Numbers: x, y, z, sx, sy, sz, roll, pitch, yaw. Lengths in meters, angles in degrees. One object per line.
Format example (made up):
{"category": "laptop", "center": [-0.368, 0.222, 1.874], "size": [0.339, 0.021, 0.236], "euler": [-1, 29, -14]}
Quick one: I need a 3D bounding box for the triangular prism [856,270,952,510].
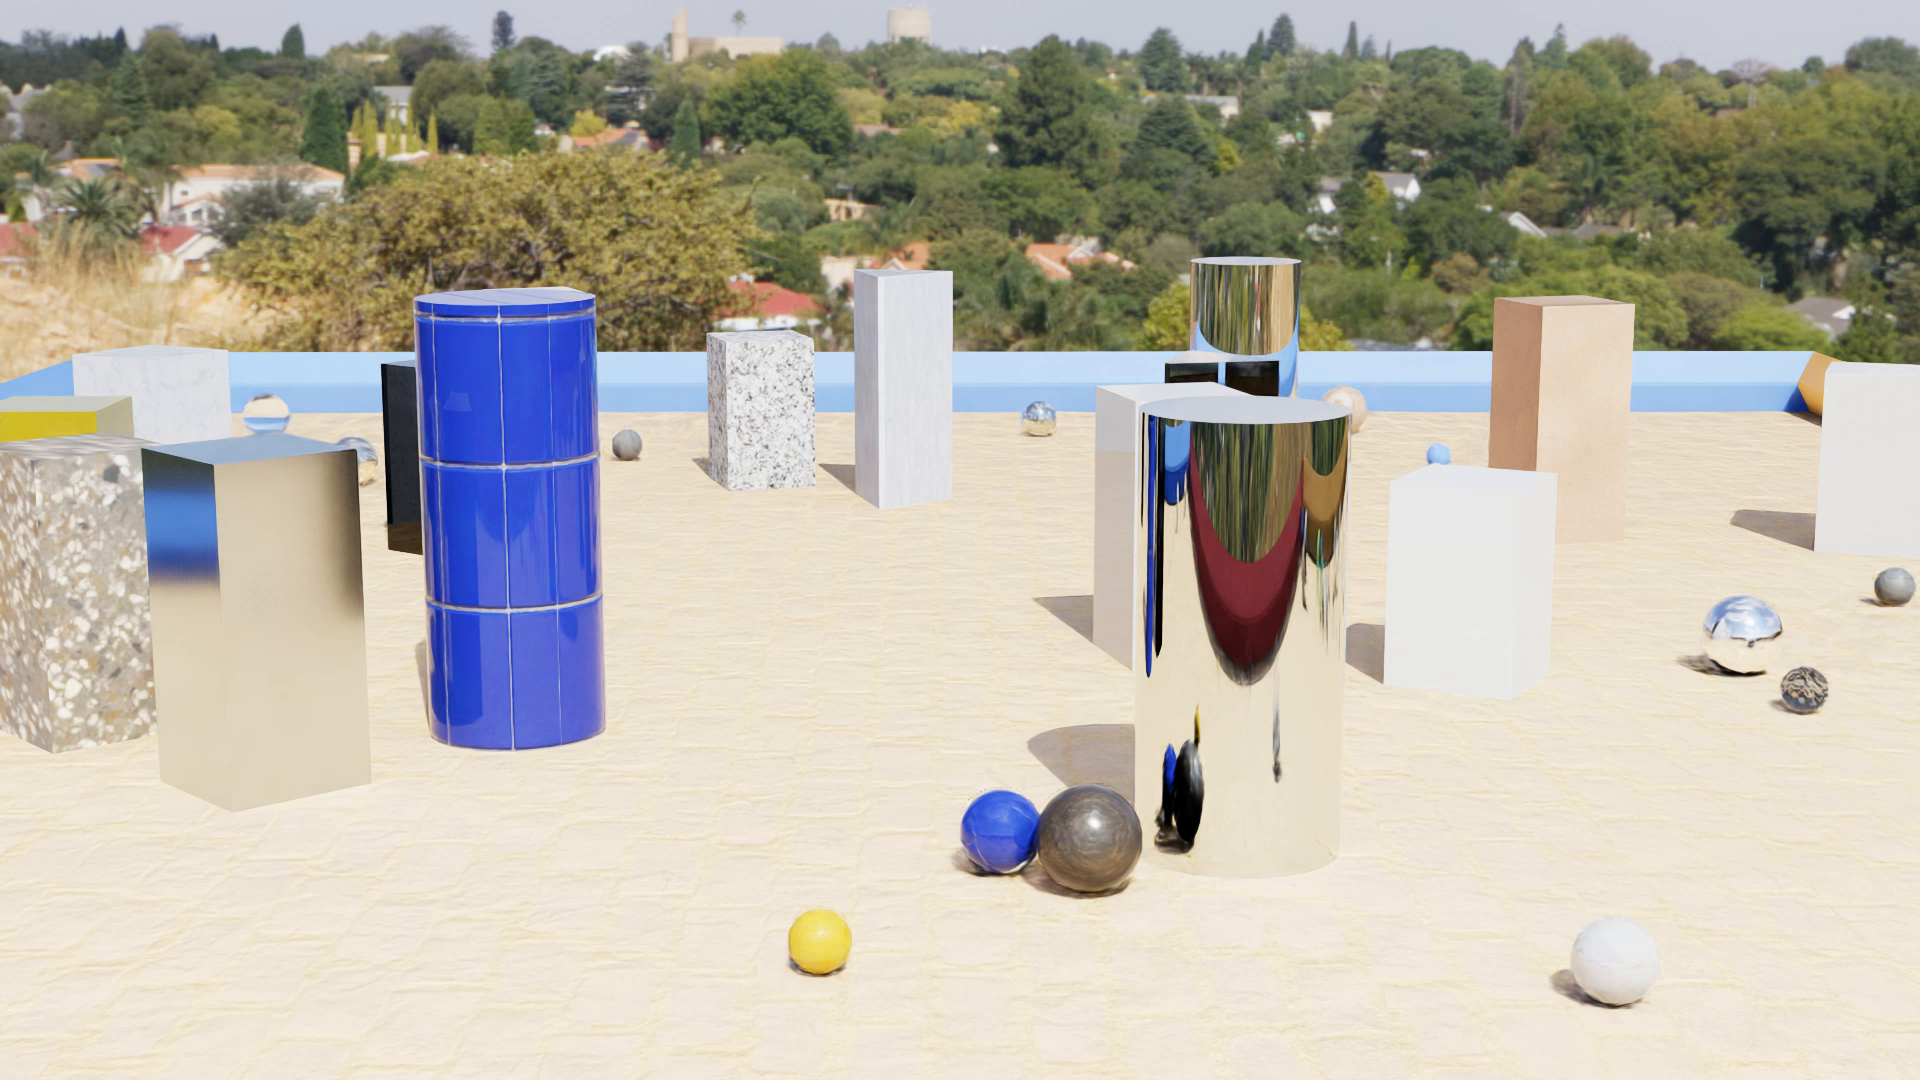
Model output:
{"category": "triangular prism", "center": [-0.124, -0.259, 4.319], "size": [0.145, 0.384, 0.168], "euler": [10, 14, 43]}

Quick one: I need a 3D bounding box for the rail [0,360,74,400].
{"category": "rail", "center": [-1.793, 0.034, 3.439], "size": [0.045, 0.126, 4.016], "euler": [0, 11, 0]}

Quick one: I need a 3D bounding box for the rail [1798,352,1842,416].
{"category": "rail", "center": [1.793, 0.030, 3.459], "size": [0.045, 0.126, 4.016], "euler": [0, 11, 0]}

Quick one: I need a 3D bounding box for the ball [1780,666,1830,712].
{"category": "ball", "center": [0.960, 0.170, 2.915], "size": [0.053, 0.053, 0.053], "euler": [0, 11, 0]}

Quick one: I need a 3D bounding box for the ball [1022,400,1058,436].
{"category": "ball", "center": [0.157, -0.239, 5.068], "size": [0.071, 0.071, 0.071], "euler": [0, 11, 0]}

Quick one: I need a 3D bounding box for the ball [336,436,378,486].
{"category": "ball", "center": [-1.060, -0.138, 4.479], "size": [0.086, 0.086, 0.086], "euler": [0, 11, 0]}

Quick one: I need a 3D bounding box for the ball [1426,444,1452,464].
{"category": "ball", "center": [0.871, -0.152, 4.669], "size": [0.046, 0.046, 0.046], "euler": [0, 11, 0]}

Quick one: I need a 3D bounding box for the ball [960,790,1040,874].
{"category": "ball", "center": [0.038, 0.265, 2.335], "size": [0.077, 0.077, 0.077], "euler": [0, 11, 0]}

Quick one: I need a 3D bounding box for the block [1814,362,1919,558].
{"category": "block", "center": [1.392, -0.124, 3.896], "size": [0.155, 0.272, 0.155], "euler": [4, 11, 22]}

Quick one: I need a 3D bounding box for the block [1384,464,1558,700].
{"category": "block", "center": [0.608, 0.046, 3.055], "size": [0.155, 0.245, 0.155], "euler": [6, 12, 28]}

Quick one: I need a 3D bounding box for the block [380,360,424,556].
{"category": "block", "center": [-0.759, -0.127, 3.883], "size": [0.155, 0.284, 0.155], "euler": [8, 13, 36]}

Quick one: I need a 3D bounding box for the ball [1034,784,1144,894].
{"category": "ball", "center": [0.115, 0.266, 2.280], "size": [0.096, 0.096, 0.096], "euler": [0, 11, 0]}

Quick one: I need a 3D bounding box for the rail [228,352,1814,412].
{"category": "rail", "center": [-0.011, -0.330, 5.400], "size": [3.634, 0.126, 0.045], "euler": [0, 11, 0]}

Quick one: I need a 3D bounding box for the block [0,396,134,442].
{"category": "block", "center": [-1.164, -0.030, 3.322], "size": [0.155, 0.296, 0.155], "euler": [0, 11, -1]}

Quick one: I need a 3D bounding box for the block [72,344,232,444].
{"category": "block", "center": [-1.195, -0.126, 3.813], "size": [0.155, 0.307, 0.155], "euler": [6, 12, 27]}

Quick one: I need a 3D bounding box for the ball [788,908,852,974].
{"category": "ball", "center": [-0.114, 0.325, 2.079], "size": [0.053, 0.053, 0.053], "euler": [0, 11, 0]}

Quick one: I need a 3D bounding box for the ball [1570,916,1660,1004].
{"category": "ball", "center": [0.514, 0.330, 2.011], "size": [0.069, 0.069, 0.069], "euler": [0, 11, 0]}

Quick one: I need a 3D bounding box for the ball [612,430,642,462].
{"category": "ball", "center": [-0.617, -0.176, 4.759], "size": [0.058, 0.058, 0.058], "euler": [0, 11, 0]}

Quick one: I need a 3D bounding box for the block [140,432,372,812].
{"category": "block", "center": [-0.713, 0.078, 2.603], "size": [0.155, 0.347, 0.155], "euler": [-10, 14, -42]}

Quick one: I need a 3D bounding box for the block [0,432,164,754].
{"category": "block", "center": [-0.964, 0.053, 2.820], "size": [0.155, 0.317, 0.155], "euler": [-10, 14, -42]}

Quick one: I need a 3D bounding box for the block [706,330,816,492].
{"category": "block", "center": [-0.350, -0.229, 4.501], "size": [0.155, 0.258, 0.155], "euler": [-3, 11, -18]}

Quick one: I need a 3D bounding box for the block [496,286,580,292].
{"category": "block", "center": [-0.768, -0.292, 4.668], "size": [0.155, 0.321, 0.155], "euler": [-5, 11, -23]}

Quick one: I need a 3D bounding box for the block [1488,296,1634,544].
{"category": "block", "center": [0.930, -0.188, 3.984], "size": [0.155, 0.366, 0.155], "euler": [-3, 11, -16]}

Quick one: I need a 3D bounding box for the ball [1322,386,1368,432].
{"category": "ball", "center": [0.763, -0.260, 5.109], "size": [0.096, 0.096, 0.096], "euler": [0, 11, 0]}

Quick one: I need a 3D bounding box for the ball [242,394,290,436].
{"category": "ball", "center": [-1.359, -0.242, 5.027], "size": [0.091, 0.091, 0.091], "euler": [0, 11, 0]}

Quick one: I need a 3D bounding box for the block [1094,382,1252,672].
{"category": "block", "center": [0.264, -0.020, 3.177], "size": [0.155, 0.330, 0.155], "euler": [-3, 11, -15]}

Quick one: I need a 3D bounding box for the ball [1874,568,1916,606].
{"category": "ball", "center": [1.270, 0.064, 3.486], "size": [0.053, 0.053, 0.053], "euler": [0, 11, 0]}

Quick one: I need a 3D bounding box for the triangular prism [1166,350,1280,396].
{"category": "triangular prism", "center": [0.351, -0.106, 3.680], "size": [0.168, 0.316, 0.145], "euler": [-3, 11, -13]}

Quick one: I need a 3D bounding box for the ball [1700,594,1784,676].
{"category": "ball", "center": [0.943, 0.114, 3.093], "size": [0.097, 0.097, 0.097], "euler": [0, 11, 0]}

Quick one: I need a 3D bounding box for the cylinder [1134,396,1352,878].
{"category": "cylinder", "center": [0.260, 0.085, 2.379], "size": [0.194, 0.416, 0.194], "euler": [0, 11, 0]}

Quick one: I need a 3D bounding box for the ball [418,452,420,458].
{"category": "ball", "center": [-0.962, -0.155, 4.675], "size": [0.048, 0.048, 0.048], "euler": [0, 11, 0]}

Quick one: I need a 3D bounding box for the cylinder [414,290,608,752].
{"category": "cylinder", "center": [-0.489, -0.026, 2.801], "size": [0.194, 0.479, 0.194], "euler": [0, 11, 0]}

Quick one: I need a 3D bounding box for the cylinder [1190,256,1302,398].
{"category": "cylinder", "center": [0.502, -0.301, 4.538], "size": [0.194, 0.385, 0.194], "euler": [0, 11, 0]}
